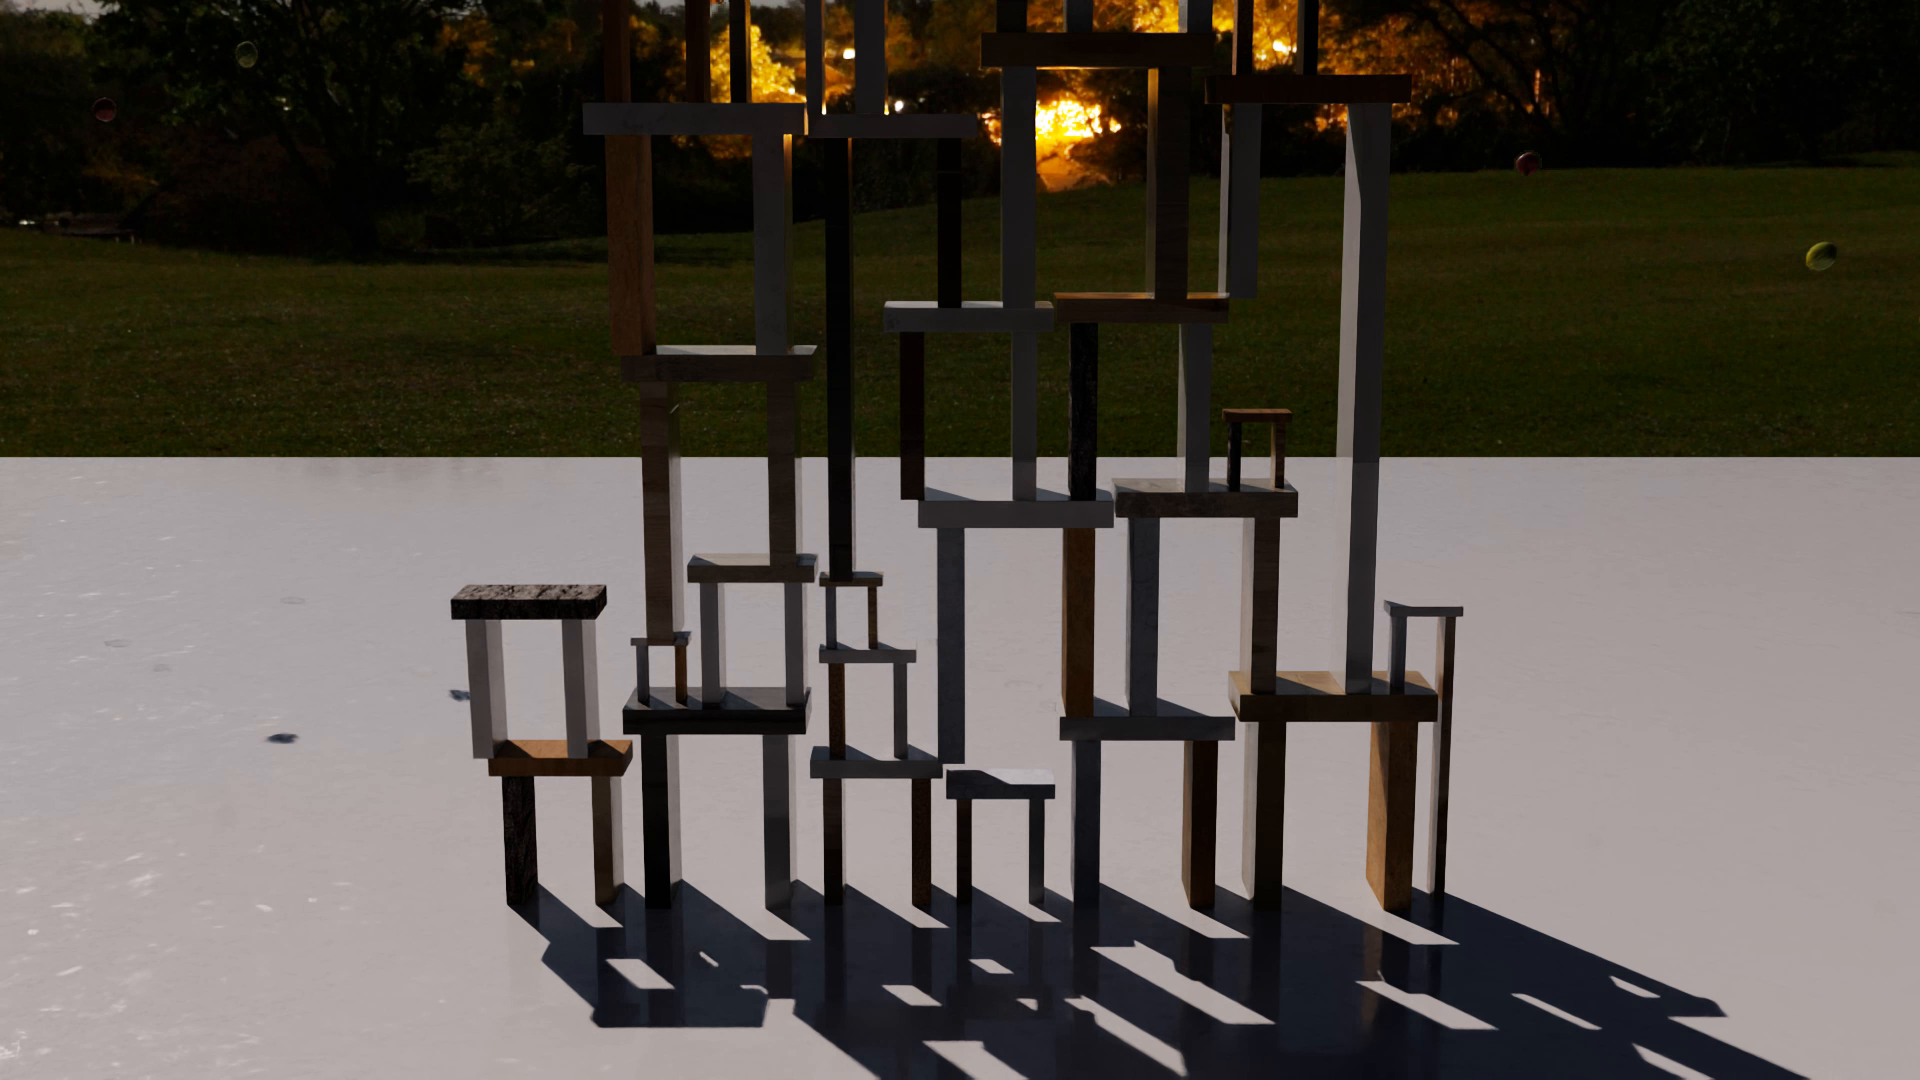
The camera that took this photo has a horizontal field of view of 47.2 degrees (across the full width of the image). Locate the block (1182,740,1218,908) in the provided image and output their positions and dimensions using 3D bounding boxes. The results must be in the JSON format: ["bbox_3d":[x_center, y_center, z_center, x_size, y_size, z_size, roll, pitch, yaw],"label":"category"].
[{"bbox_3d":[0.397,0.450,3.645,0.040,0.284,0.142,0,11,0],"label":"block"}]

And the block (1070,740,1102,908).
[{"bbox_3d":[0.208,0.450,3.645,0.040,0.284,0.142,0,11,0],"label":"block"}]

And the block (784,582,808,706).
[{"bbox_3d":[-0.267,0.159,3.590,0.029,0.203,0.102,0,11,0],"label":"block"}]

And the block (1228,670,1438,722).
[{"bbox_3d":[0.608,0.256,3.606,0.318,0.045,0.159,0,11,0],"label":"block"}]

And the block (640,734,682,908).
[{"bbox_3d":[-0.494,0.445,3.643,0.042,0.294,0.147,0,11,0],"label":"block"}]

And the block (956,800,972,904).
[{"bbox_3d":[0.007,0.503,3.650,0.025,0.178,0.089,0,11,0],"label":"block"}]

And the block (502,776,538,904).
[{"bbox_3d":[-0.730,0.482,3.651,0.031,0.219,0.109,0,10,0],"label":"block"}]

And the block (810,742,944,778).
[{"bbox_3d":[-0.136,0.363,3.625,0.216,0.031,0.108,0,11,0],"label":"block"}]

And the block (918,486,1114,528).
[{"bbox_3d":[0.088,-0.054,3.550,0.310,0.044,0.155,0,11,0],"label":"block"}]

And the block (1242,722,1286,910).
[{"bbox_3d":[0.502,0.434,3.639,0.045,0.318,0.159,0,11,0],"label":"block"}]

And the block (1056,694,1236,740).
[{"bbox_3d":[0.302,0.291,3.615,0.283,0.040,0.142,0,11,0],"label":"block"}]

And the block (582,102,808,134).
[{"bbox_3d":[-0.406,-0.658,3.436,0.337,0.048,0.169,0,11,0],"label":"block"}]

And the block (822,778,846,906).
[{"bbox_3d":[-0.208,0.484,3.647,0.031,0.216,0.108,0,11,0],"label":"block"}]

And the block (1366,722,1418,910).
[{"bbox_3d":[0.714,0.434,3.639,0.045,0.318,0.159,0,11,0],"label":"block"}]

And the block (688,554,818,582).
[{"bbox_3d":[-0.335,0.045,3.569,0.203,0.029,0.102,0,11,0],"label":"block"}]

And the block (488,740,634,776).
[{"bbox_3d":[-0.657,0.359,3.629,0.219,0.031,0.109,0,10,0],"label":"block"}]

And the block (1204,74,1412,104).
[{"bbox_3d":[0.540,-0.703,3.429,0.299,0.042,0.149,0,11,0],"label":"block"}]

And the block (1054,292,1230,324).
[{"bbox_3d":[0.285,-0.369,3.488,0.267,0.038,0.134,0,11,0],"label":"block"}]

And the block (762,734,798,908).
[{"bbox_3d":[-0.298,0.445,3.643,0.042,0.294,0.147,0,10,0],"label":"block"}]

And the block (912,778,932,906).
[{"bbox_3d":[-0.064,0.484,3.647,0.031,0.216,0.108,0,11,0],"label":"block"}]

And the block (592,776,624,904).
[{"bbox_3d":[-0.584,0.482,3.651,0.031,0.219,0.109,0,10,0],"label":"block"}]

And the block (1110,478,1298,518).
[{"bbox_3d":[0.392,-0.068,3.550,0.286,0.041,0.143,0,11,0],"label":"block"}]

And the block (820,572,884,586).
[{"bbox_3d":[-0.176,0.063,3.569,0.103,0.015,0.051,0,11,0],"label":"block"}]

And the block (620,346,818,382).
[{"bbox_3d":[-0.380,-0.282,3.505,0.298,0.042,0.149,0,11,0],"label":"block"}]

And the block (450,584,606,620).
[{"bbox_3d":[-0.700,0.101,3.579,0.231,0.033,0.116,0,11,0],"label":"block"}]

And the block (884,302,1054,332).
[{"bbox_3d":[0.013,-0.355,3.493,0.266,0.038,0.133,0,11,0],"label":"block"}]

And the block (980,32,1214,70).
[{"bbox_3d":[0.208,-0.759,3.416,0.353,0.050,0.176,0,11,0],"label":"block"}]

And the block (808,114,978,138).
[{"bbox_3d":[-0.104,-0.648,3.441,0.260,0.037,0.130,0,11,0],"label":"block"}]

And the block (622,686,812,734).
[{"bbox_3d":[-0.396,0.280,3.613,0.294,0.042,0.147,0,11,0],"label":"block"}]

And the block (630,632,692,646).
[{"bbox_3d":[-0.488,0.161,3.592,0.094,0.013,0.047,0,11,0],"label":"block"}]

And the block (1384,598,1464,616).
[{"bbox_3d":[0.753,0.110,3.575,0.118,0.017,0.059,0,11,0],"label":"block"}]

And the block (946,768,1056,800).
[{"bbox_3d":[0.066,0.403,3.632,0.178,0.025,0.089,0,11,0],"label":"block"}]

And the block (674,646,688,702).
[{"bbox_3d":[-0.457,0.213,3.602,0.013,0.094,0.047,0,11,0],"label":"block"}]

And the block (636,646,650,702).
[{"bbox_3d":[-0.519,0.213,3.602,0.013,0.094,0.047,0,11,0],"label":"block"}]

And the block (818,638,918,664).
[{"bbox_3d":[-0.150,0.181,3.597,0.157,0.022,0.079,0,11,0],"label":"block"}]

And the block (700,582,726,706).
[{"bbox_3d":[-0.403,0.159,3.590,0.029,0.203,0.102,0,11,0],"label":"block"}]

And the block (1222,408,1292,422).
[{"bbox_3d":[0.476,-0.200,3.527,0.105,0.015,0.053,0,11,0],"label":"block"}]

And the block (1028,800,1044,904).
[{"bbox_3d":[0.126,0.503,3.650,0.025,0.178,0.089,0,11,0],"label":"block"}]
